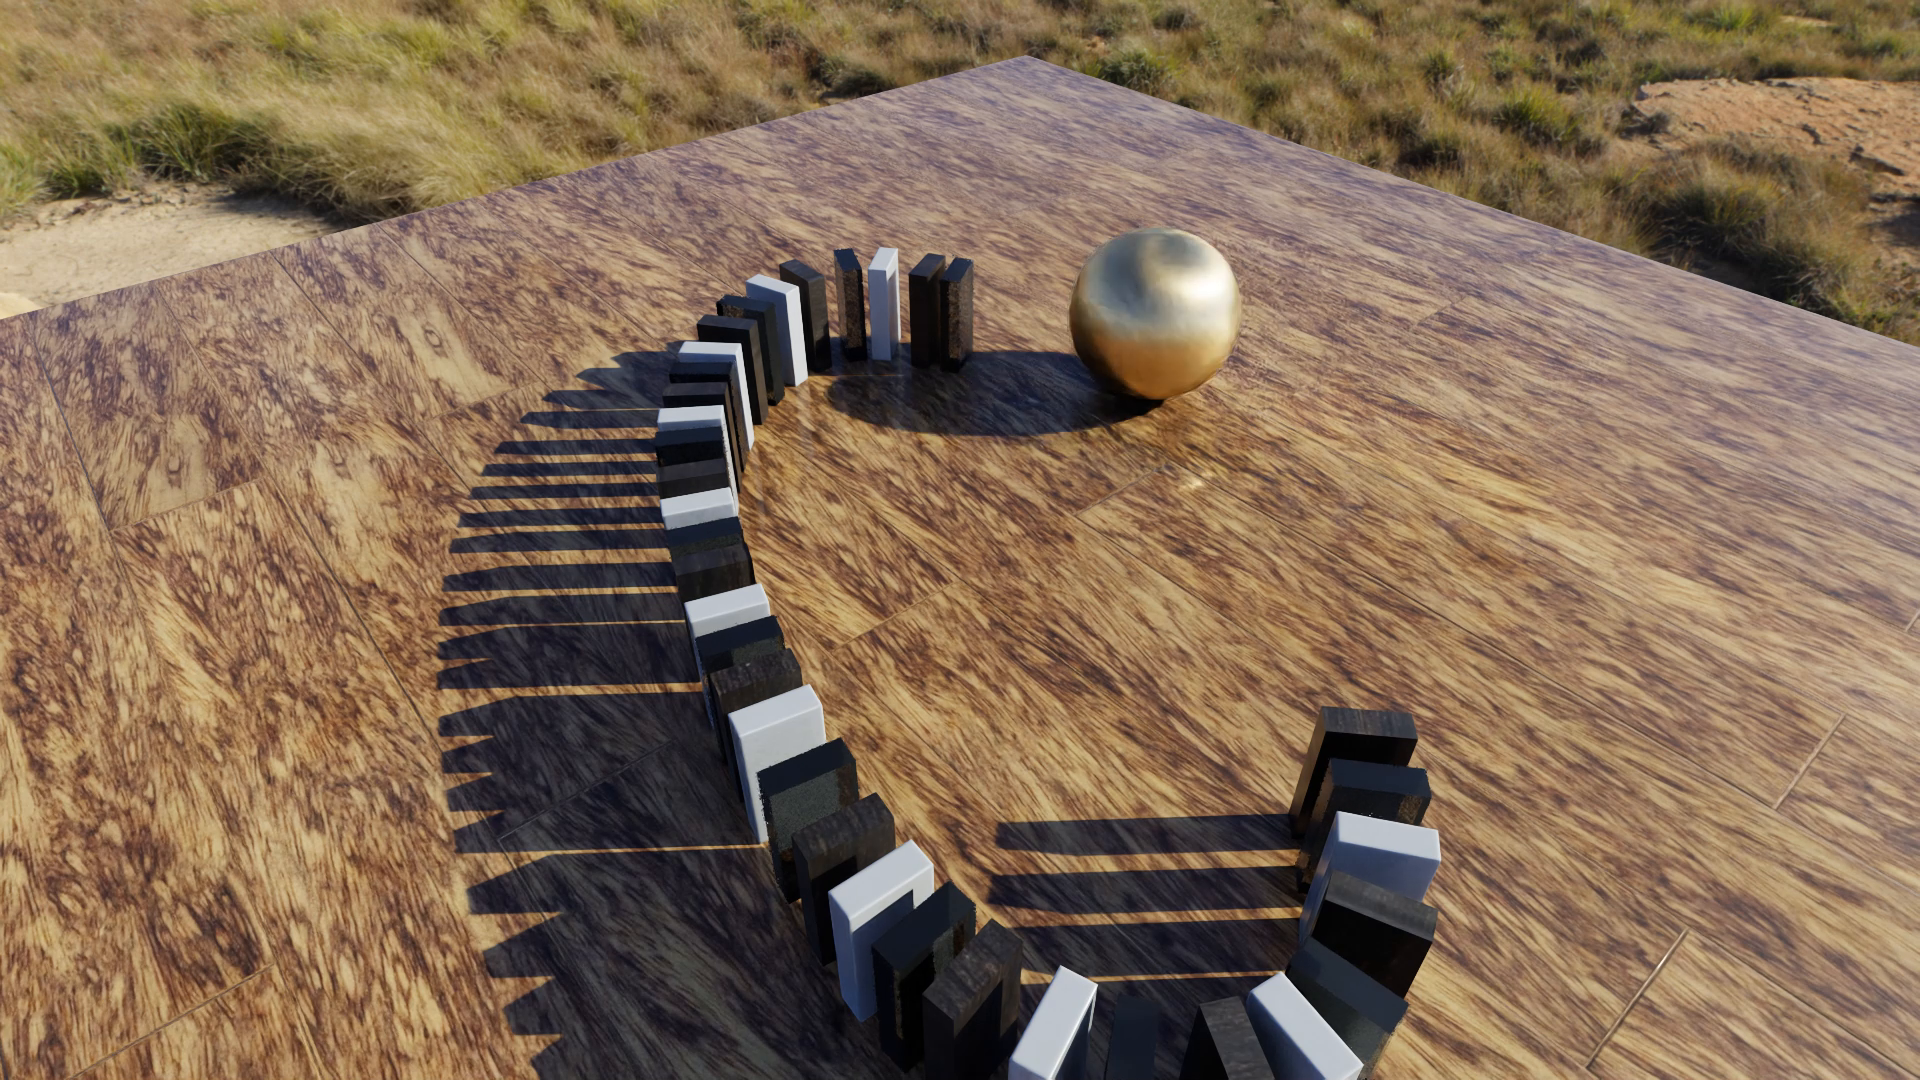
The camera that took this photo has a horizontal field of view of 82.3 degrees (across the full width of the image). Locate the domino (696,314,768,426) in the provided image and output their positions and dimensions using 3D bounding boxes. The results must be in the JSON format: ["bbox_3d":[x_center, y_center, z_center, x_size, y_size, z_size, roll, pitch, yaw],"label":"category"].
[{"bbox_3d":[-0.104,-0.078,0.507,0.025,0.050,0.009,8,40,10],"label":"domino"}]

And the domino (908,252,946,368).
[{"bbox_3d":[-0.016,-0.115,0.552,0.010,0.050,0.025,13,41,16],"label":"domino"}]

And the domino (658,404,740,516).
[{"bbox_3d":[-0.106,-0.031,0.449,0.025,0.050,0.009,-4,40,-5],"label":"domino"}]

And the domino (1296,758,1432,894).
[{"bbox_3d":[0.113,0.083,0.310,0.025,0.050,0.009,6,40,7],"label":"domino"}]

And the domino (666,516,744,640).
[{"bbox_3d":[-0.087,0.016,0.391,0.025,0.050,0.010,-13,41,-15],"label":"domino"}]

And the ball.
[{"bbox_3d":[0.091,-0.106,0.517,0.080,0.080,0.080,0,39,0],"label":"ball"}]

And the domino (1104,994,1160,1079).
[{"bbox_3d":[0.037,0.130,0.253,0.010,0.050,0.025,9,40,11],"label":"domino"}]

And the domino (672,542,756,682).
[{"bbox_3d":[-0.082,0.026,0.380,0.025,0.050,0.010,-13,41,-15],"label":"domino"}]

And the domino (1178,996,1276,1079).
[{"bbox_3d":[0.061,0.130,0.253,0.010,0.050,0.025,-8,40,-9],"label":"domino"}]

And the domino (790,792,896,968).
[{"bbox_3d":[-0.030,0.093,0.298,0.025,0.050,0.009,-22,44,-25],"label":"domino"}]

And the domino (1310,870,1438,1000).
[{"bbox_3d":[0.102,0.107,0.281,0.025,0.050,0.009,18,43,20],"label":"domino"}]

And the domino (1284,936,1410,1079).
[{"bbox_3d":[0.088,0.120,0.265,0.025,0.050,0.010,30,48,31],"label":"domino"}]

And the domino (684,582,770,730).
[{"bbox_3d":[-0.074,0.039,0.364,0.025,0.050,0.010,-15,42,-17],"label":"domino"}]

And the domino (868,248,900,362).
[{"bbox_3d":[-0.038,-0.119,0.557,0.009,0.050,0.025,6,40,8],"label":"domino"}]

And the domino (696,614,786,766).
[{"bbox_3d":[-0.067,0.049,0.352,0.025,0.050,0.009,-16,42,-19],"label":"domino"}]

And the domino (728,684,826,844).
[{"bbox_3d":[-0.053,0.068,0.329,0.025,0.050,0.010,-19,43,-21],"label":"domino"}]

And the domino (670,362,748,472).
[{"bbox_3d":[-0.108,-0.052,0.476,0.025,0.050,0.009,0,39,0],"label":"domino"}]

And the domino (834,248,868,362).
[{"bbox_3d":[-0.055,-0.119,0.556,0.010,0.050,0.025,-10,40,-12],"label":"domino"}]

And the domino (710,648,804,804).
[{"bbox_3d":[-0.060,0.058,0.341,0.025,0.050,0.009,-17,42,-20],"label":"domino"}]

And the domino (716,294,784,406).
[{"bbox_3d":[-0.099,-0.089,0.521,0.025,0.050,0.009,14,41,16],"label":"domino"}]

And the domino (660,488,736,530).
[{"bbox_3d":[-0.093,0.006,0.405,0.025,0.050,0.009,-11,41,-14],"label":"domino"}]

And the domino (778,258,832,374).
[{"bbox_3d":[-0.077,-0.111,0.547,0.009,0.050,0.025,-29,47,-30],"label":"domino"}]

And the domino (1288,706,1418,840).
[{"bbox_3d":[0.115,0.071,0.325,0.025,0.050,0.009,4,40,5],"label":"domino"}]

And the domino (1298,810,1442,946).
[{"bbox_3d":[0.109,0.095,0.296,0.025,0.050,0.010,9,40,11],"label":"domino"}]

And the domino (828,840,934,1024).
[{"bbox_3d":[-0.019,0.102,0.286,0.025,0.050,0.009,-26,46,-28],"label":"domino"}]

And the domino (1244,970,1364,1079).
[{"bbox_3d":[0.076,0.126,0.257,0.009,0.050,0.025,-21,44,-23],"label":"domino"}]

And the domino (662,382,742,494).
[{"bbox_3d":[-0.108,-0.042,0.463,0.025,0.050,0.009,-2,39,-2],"label":"domino"}]

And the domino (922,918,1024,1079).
[{"bbox_3d":[0.003,0.117,0.268,0.010,0.050,0.025,28,47,30],"label":"domino"}]

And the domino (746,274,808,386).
[{"bbox_3d":[-0.089,-0.102,0.536,0.025,0.050,0.010,22,44,25],"label":"domino"}]

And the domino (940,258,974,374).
[{"bbox_3d":[-0.001,-0.112,0.548,0.009,0.050,0.025,11,40,13],"label":"domino"}]

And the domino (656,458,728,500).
[{"bbox_3d":[-0.099,-0.006,0.419,0.025,0.050,0.010,-10,40,-12],"label":"domino"}]

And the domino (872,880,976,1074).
[{"bbox_3d":[-0.008,0.111,0.277,0.025,0.050,0.010,-32,49,-33],"label":"domino"}]

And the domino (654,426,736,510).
[{"bbox_3d":[-0.104,-0.020,0.436,0.025,0.050,0.010,-6,40,-8],"label":"domino"}]

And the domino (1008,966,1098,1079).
[{"bbox_3d":[0.021,0.125,0.258,0.010,0.050,0.025,20,43,23],"label":"domino"}]

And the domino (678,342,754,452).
[{"bbox_3d":[-0.108,-0.063,0.489,0.025,0.050,0.009,3,39,3],"label":"domino"}]

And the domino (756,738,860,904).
[{"bbox_3d":[-0.042,0.081,0.313,0.025,0.050,0.009,-20,43,-22],"label":"domino"}]
